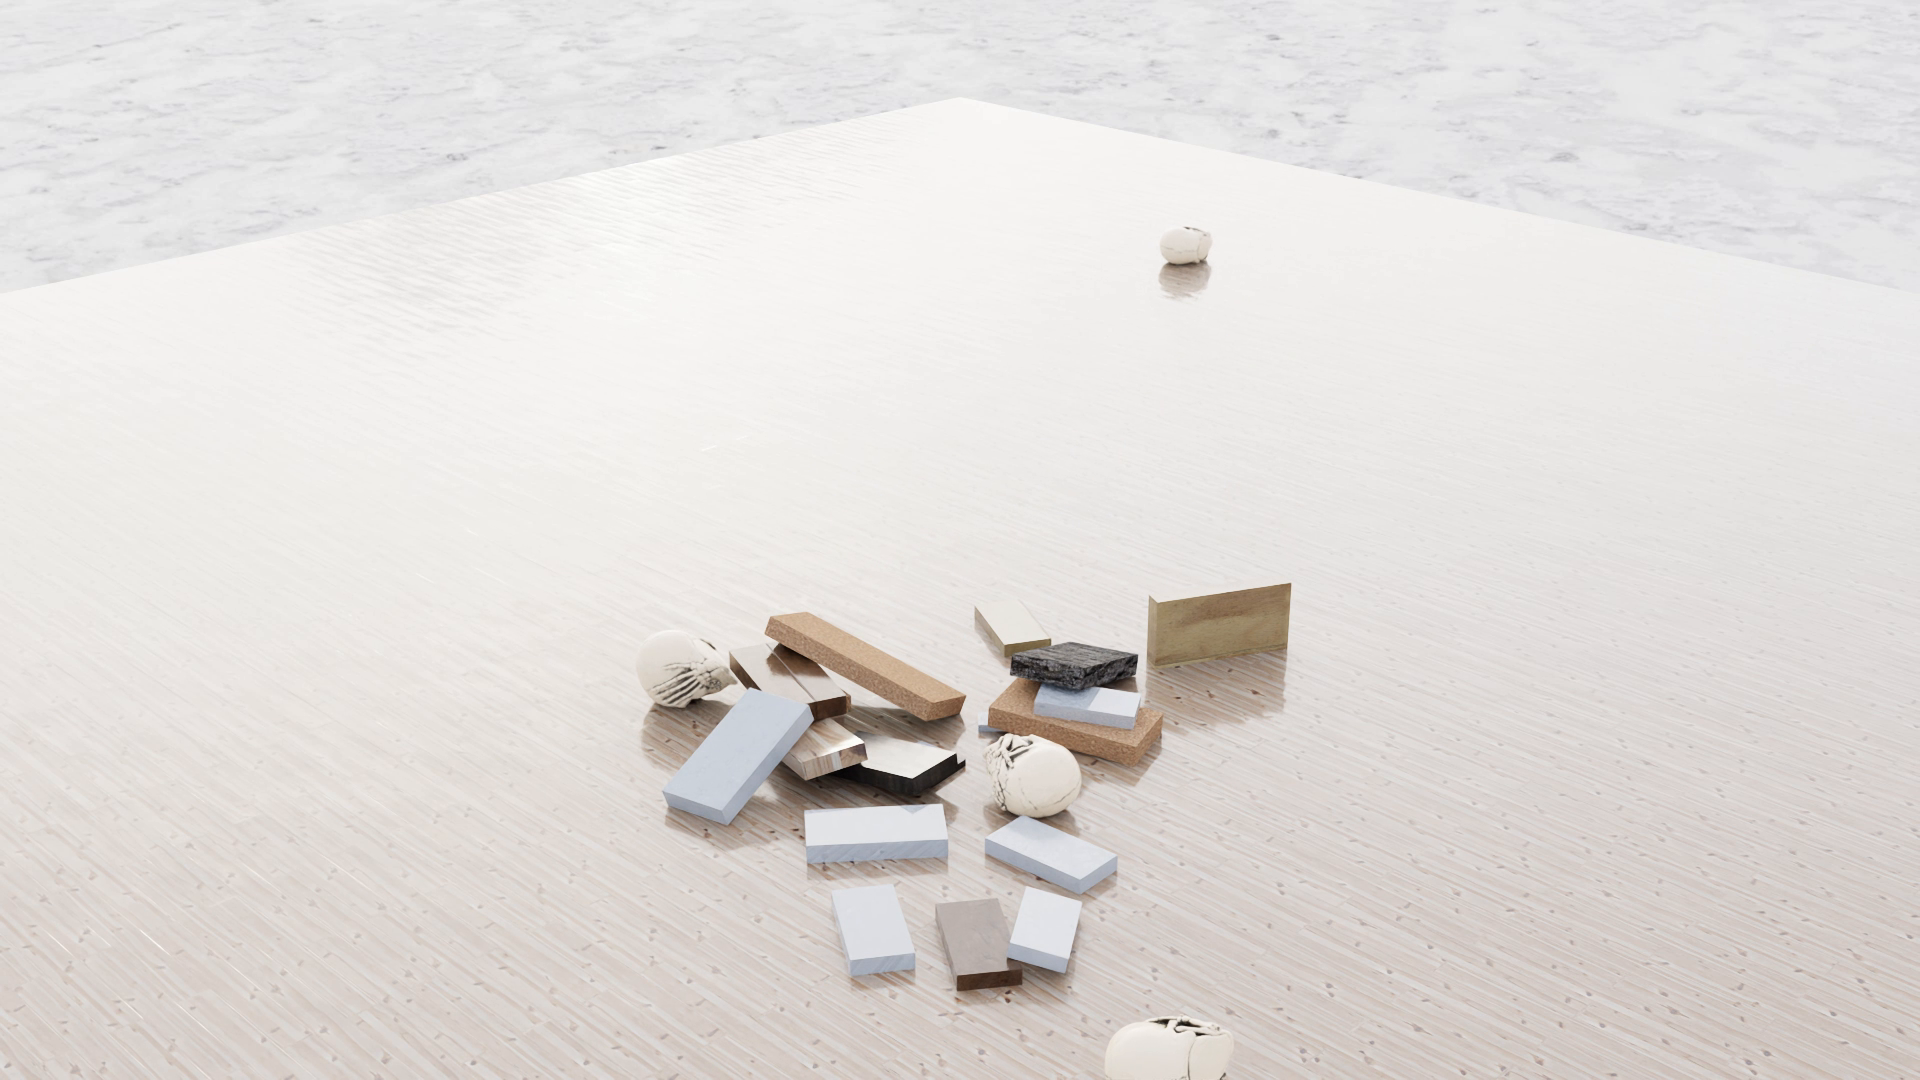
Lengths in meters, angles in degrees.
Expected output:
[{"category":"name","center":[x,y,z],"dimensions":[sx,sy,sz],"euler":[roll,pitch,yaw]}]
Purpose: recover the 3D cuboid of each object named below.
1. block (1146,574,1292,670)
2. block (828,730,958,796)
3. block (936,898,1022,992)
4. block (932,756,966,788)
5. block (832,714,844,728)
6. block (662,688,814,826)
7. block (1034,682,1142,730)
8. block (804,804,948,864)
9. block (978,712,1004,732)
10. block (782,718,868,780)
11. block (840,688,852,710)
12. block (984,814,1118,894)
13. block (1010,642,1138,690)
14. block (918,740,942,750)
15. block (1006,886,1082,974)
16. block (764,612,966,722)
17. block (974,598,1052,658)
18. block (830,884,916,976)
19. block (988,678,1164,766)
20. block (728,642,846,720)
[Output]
[{"category":"block","center":[0.600,0.189,5.097],"dimensions":[0.339,0.170,0.048],"euler":[-8,24,-18]},{"category":"block","center":[-0.154,0.462,4.567],"dimensions":[0.276,0.039,0.138],"euler":[8,23,40]},{"category":"block","center":[0.032,0.732,3.992],"dimensions":[0.118,0.033,0.236],"euler":[-4,23,-9]},{"category":"block","center":[-0.046,0.480,4.608],"dimensions":[0.058,0.016,0.116],"euler":[16,28,33]},{"category":"block","center":[-0.356,0.367,4.853],"dimensions":[0.116,0.033,0.232],"euler":[-11,26,-25]},{"category":"block","center":[-0.454,0.442,4.522],"dimensions":[0.157,0.044,0.313],"euler":[13,47,31]},{"category":"block","center":[0.275,0.354,4.741],"dimensions":[0.216,0.031,0.108],"euler":[8,25,10]},{"category":"block","center":[-0.167,0.579,4.346],"dimensions":[0.276,0.039,0.138],"euler":[-2,23,-5]},{"category":"block","center":[0.098,0.397,4.802],"dimensions":[0.116,0.016,0.058],"euler":[0,25,0]},{"category":"block","center":[-0.305,0.430,4.600],"dimensions":[0.138,0.039,0.276],"euler":[-17,14,-19]},{"category":"block","center":[-0.351,0.330,4.857],"dimensions":[0.116,0.033,0.232],"euler":[-15,27,-32]},{"category":"block","center":[0.177,0.610,4.279],"dimensions":[0.236,0.033,0.118],"euler":[19,29,37]},{"category":"block","center":[0.258,0.278,4.905],"dimensions":[0.170,0.048,0.339],"euler":[10,6,24]},{"category":"block","center":[-0.096,0.462,4.651],"dimensions":[0.058,0.016,0.116],"euler":[18,29,35]},{"category":"block","center":[0.155,0.708,4.004],"dimensions":[0.108,0.031,0.216],"euler":[15,20,5]},{"category":"block","center":[-0.211,0.276,4.875],"dimensions":[0.446,0.044,0.157],"euler":[26,14,24]},{"category":"block","center":[0.124,0.208,5.229],"dimensions":[0.116,0.033,0.232],"euler":[-7,24,-16]},{"category":"block","center":[-0.161,0.713,4.037],"dimensions":[0.118,0.033,0.236],"euler":[-5,23,-11]},{"category":"block","center":[0.250,0.388,4.756],"dimensions":[0.339,0.048,0.170],"euler":[14,26,21]},{"category":"block","center":[-0.379,0.309,4.807],"dimensions":[0.157,0.044,0.313],"euler":[-10,25,-22]}]
